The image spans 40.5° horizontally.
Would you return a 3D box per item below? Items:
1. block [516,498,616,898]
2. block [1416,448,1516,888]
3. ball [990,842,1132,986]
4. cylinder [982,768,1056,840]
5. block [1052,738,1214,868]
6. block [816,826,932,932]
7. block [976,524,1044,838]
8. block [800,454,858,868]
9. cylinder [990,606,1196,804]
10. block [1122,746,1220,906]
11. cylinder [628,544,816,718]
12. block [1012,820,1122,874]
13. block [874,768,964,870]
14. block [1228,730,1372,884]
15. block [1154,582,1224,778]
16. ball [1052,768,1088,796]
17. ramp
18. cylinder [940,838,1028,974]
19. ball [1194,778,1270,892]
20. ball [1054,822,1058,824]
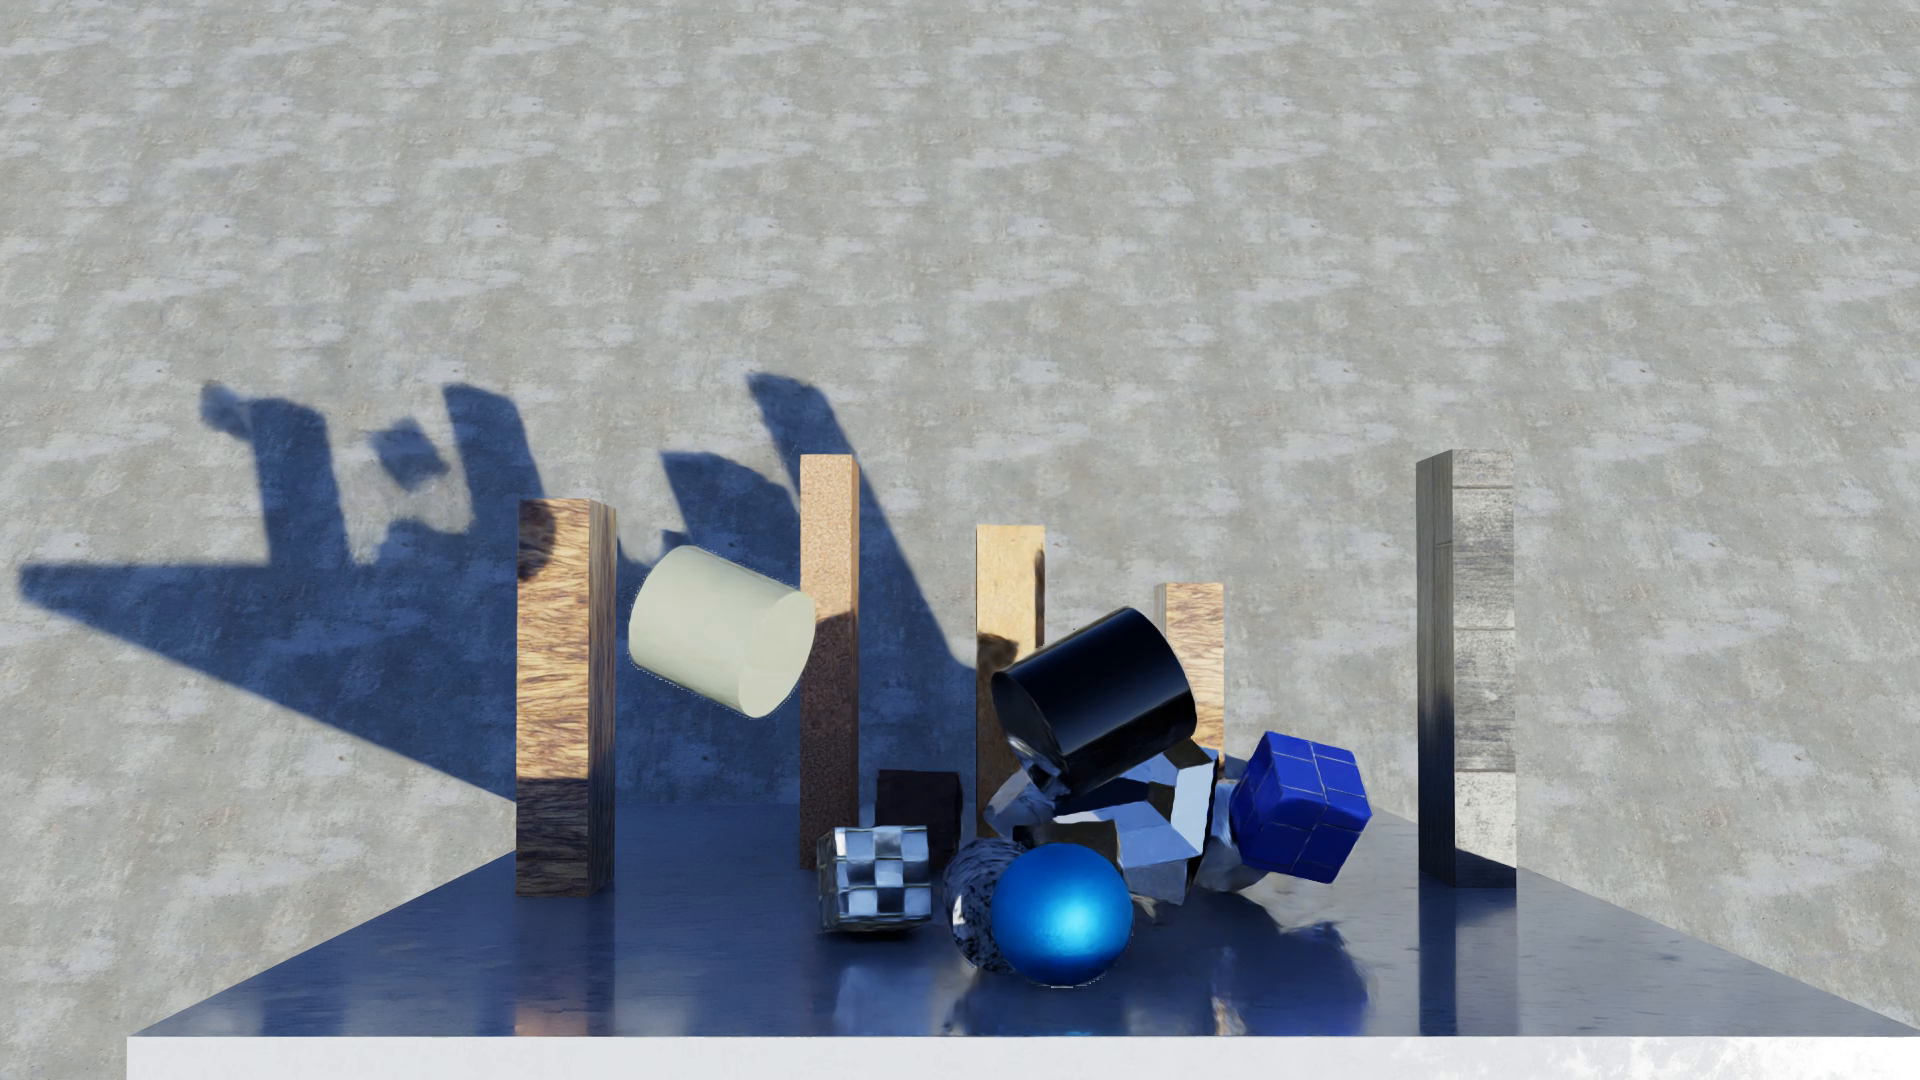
[{"bbox_3d":[-0.693,0.274,4.592,0.121,0.677,0.349,0,-2,0],"label":"block"},{"bbox_3d":[0.925,0.232,4.767,0.107,0.773,0.368,0,-2,0],"label":"block"},{"bbox_3d":[0.128,0.474,3.295,0.181,0.181,0.181,0,36,0],"label":"ball"},{"bbox_3d":[0.138,0.496,4.657,0.139,0.139,0.139,44,40,-9],"label":"cylinder"},{"bbox_3d":[0.254,0.363,3.781,0.158,0.158,0.158,-14,47,32],"label":"block"},{"bbox_3d":[-0.129,0.503,3.848,0.138,0.138,0.138,1,75,-15],"label":"block"},{"bbox_3d":[0.112,0.317,5.937,0.149,0.688,0.408,0,-2,0],"label":"block"},{"bbox_3d":[-0.257,0.238,5.150,0.097,0.789,0.373,0,-2,0],"label":"block"},{"bbox_3d":[0.170,0.211,3.328,0.190,0.190,0.190,-27,43,-18],"label":"cylinder"},{"bbox_3d":[0.300,0.443,4.176,0.182,0.182,0.182,11,31,14],"label":"block"},{"bbox_3d":[-0.281,0.107,3.079,0.159,0.159,0.159,22,41,24],"label":"cylinder"},{"bbox_3d":[0.154,0.483,3.642,0.143,0.143,0.143,-4,71,5],"label":"block"},{"bbox_3d":[-0.078,0.525,4.878,0.148,0.148,0.148,2,69,5],"label":"block"},{"bbox_3d":[0.564,0.445,4.327,0.161,0.161,0.161,14,33,-15],"label":"block"},{"bbox_3d":[0.462,0.364,5.276,0.112,0.547,0.333,0,-2,0],"label":"block"},{"bbox_3d":[0.244,0.556,5.381,0.170,0.170,0.170,0,36,0],"label":"ball"},{"bbox_3d":[0.079,0.673,4.871,2.000,0.100,4.000,0,-2,0],"label":"ramp"},{"bbox_3d":[0.053,0.485,3.459,0.143,0.143,0.143,-4,11,-6],"label":"cylinder"},{"bbox_3d":[0.457,0.511,4.494,0.196,0.196,0.196,0,36,0],"label":"ball"},{"bbox_3d":[0.254,0.518,4.517,0.184,0.184,0.184,0,36,0],"label":"ball"}]
